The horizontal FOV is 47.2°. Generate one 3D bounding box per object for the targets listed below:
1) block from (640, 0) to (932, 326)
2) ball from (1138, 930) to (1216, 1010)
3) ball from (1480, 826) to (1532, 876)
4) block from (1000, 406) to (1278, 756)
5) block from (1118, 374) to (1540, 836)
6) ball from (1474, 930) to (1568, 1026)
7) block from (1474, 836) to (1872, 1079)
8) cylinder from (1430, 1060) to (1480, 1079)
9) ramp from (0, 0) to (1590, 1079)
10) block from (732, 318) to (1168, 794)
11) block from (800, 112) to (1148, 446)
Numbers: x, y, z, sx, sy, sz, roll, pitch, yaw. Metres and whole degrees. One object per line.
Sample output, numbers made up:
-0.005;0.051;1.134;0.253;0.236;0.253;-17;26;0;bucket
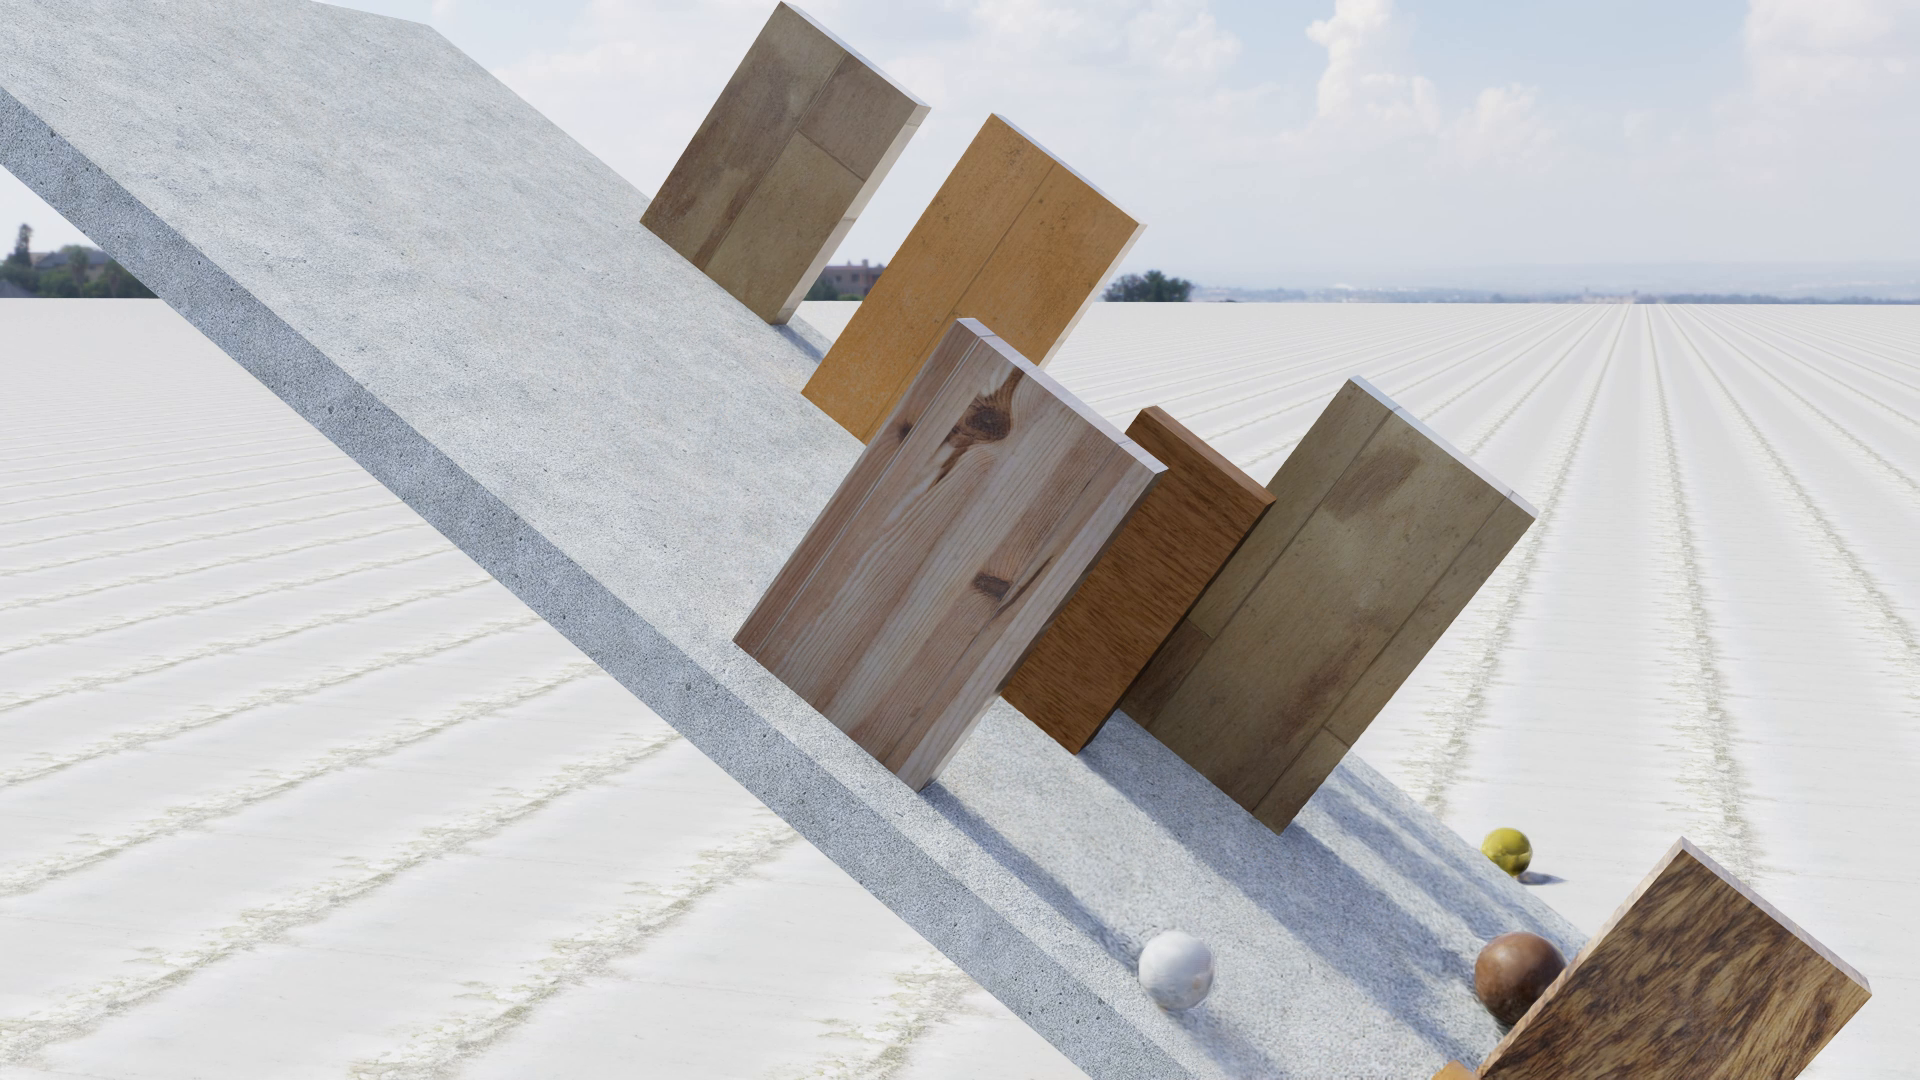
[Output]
-0.394;-0.837;4.913;0.392;0.592;0.101;39;16;10;block
0.305;0.604;3.090;0.109;0.109;0.109;0;7;0;ball
1.682;0.960;6.766;0.155;0.155;0.155;0;7;0;ball
0.266;0.069;3.753;0.261;0.545;0.118;39;16;10;block
0.662;0.121;4.058;0.410;0.747;0.147;39;16;10;block
1.004;0.783;3.927;0.169;0.169;0.169;0;7;0;ball
1.066;0.775;3.369;0.338;0.551;0.083;39;16;10;block
0.663;0.819;2.884;0.191;0.191;0.191;41;27;24;cylinder
-0.068;0.131;4.071;4.000;0.100;2.000;39;16;10;ramp
-0.021;0.023;3.197;0.359;0.591;0.090;39;16;10;block
0.022;-0.471;4.512;0.378;0.705;0.081;39;16;10;block
